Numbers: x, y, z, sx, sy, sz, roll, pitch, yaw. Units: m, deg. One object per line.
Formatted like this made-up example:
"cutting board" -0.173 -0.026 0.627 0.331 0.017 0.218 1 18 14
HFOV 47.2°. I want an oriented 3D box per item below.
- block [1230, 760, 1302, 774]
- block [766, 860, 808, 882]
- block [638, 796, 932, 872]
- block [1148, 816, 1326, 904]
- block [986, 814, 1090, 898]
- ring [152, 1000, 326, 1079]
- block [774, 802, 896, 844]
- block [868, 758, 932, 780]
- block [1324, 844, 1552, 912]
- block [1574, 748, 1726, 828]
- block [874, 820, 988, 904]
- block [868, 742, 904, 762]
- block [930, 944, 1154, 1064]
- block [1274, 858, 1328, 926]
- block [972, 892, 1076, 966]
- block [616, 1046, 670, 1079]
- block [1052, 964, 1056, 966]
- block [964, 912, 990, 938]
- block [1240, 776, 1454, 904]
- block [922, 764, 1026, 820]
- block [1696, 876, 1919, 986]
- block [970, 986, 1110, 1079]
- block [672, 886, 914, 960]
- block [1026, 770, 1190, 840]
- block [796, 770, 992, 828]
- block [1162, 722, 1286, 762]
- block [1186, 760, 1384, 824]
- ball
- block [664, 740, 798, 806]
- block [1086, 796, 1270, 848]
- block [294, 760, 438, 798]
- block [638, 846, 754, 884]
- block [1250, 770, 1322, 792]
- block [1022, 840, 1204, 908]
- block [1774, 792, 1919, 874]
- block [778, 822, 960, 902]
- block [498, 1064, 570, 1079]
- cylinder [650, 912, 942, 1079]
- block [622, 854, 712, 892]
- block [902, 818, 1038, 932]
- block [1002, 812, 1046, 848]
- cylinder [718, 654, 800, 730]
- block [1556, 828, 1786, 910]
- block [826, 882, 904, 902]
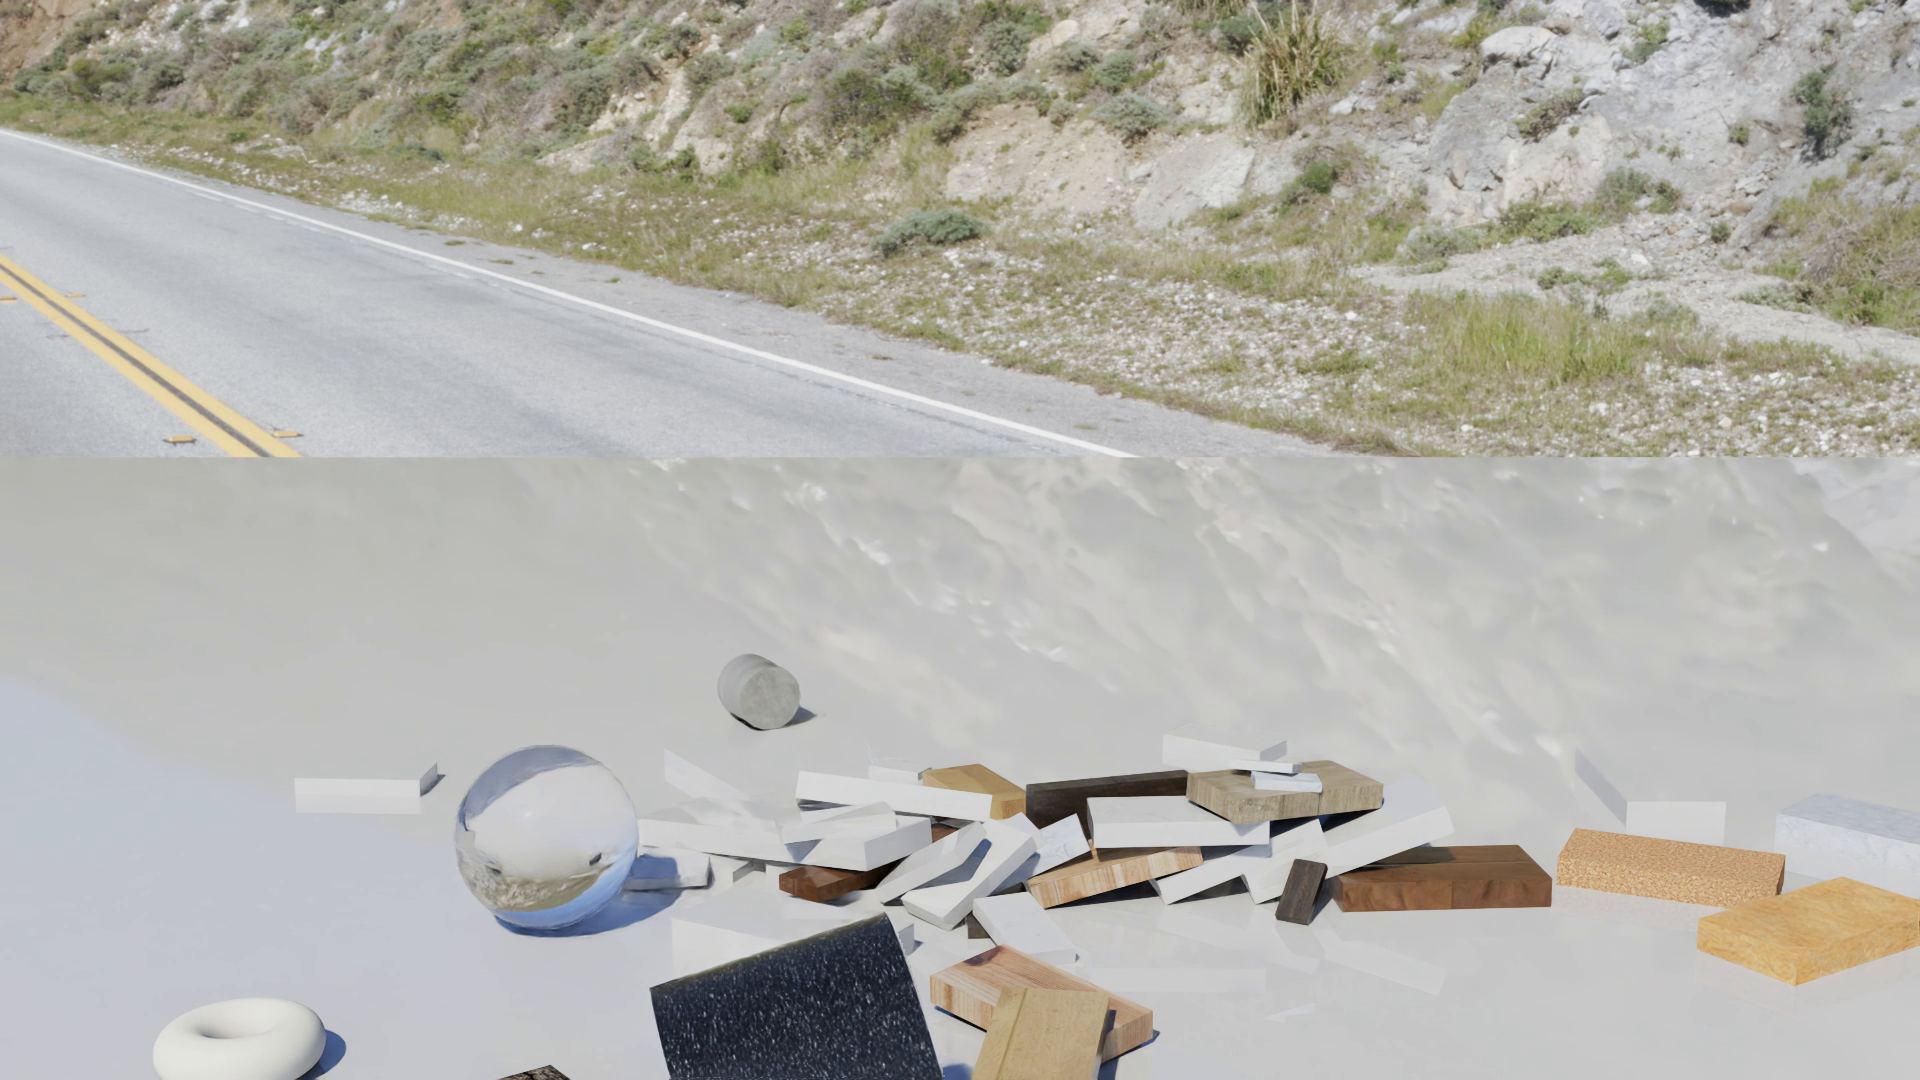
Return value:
"block" 0.510 0.377 3.669 0.109 0.015 0.054 2 -4 26
"block" -0.241 0.556 3.778 0.185 0.026 0.093 -1 11 -6
"block" -0.312 0.505 3.809 0.545 0.048 0.169 -1 7 39
"block" 0.454 0.518 3.688 0.286 0.041 0.143 -21 12 -4
"block" 0.110 0.530 3.669 0.211 0.030 0.105 -25 13 2
"ring" -0.972 0.683 2.970 0.224 0.075 0.224 -1 9 0
"block" -0.209 0.472 3.675 0.190 0.027 0.095 -6 6 -11
"block" -0.119 0.455 4.354 0.113 0.016 0.056 6 12 28
"block" 0.789 0.564 3.674 0.347 0.049 0.174 -1 11 -4
"block" 1.308 0.469 4.184 0.179 0.051 0.358 0 11 1
"block" -0.048 0.524 3.582 0.190 0.027 0.095 -32 7 37
"block" -0.150 0.435 4.462 0.056 0.016 0.112 -2 11 -11
"block" 0.112 0.660 3.111 0.149 0.042 0.297 -15 20 -41
"block" 0.553 0.569 3.557 0.054 0.015 0.109 6 53 29
"block" 0.099 0.608 3.427 0.095 0.027 0.190 -4 19 -21
"block" -0.405 0.719 2.902 0.093 0.026 0.185 0 11 3
"block" 0.094 0.657 3.256 0.064 0.018 0.129 3 11 16
"block" 0.041 0.607 3.526 0.064 0.018 0.129 -1 11 -3
"block" 0.636 0.501 3.693 0.347 0.049 0.174 -20 11 1
"block" 0.034 0.479 4.174 0.121 0.034 0.242 -5 12 -25
"block" 1.344 0.607 3.437 0.358 0.051 0.179 -7 12 -32
"block" 0.109 0.669 2.883 0.148 0.042 0.297 2 12 9
"block" -0.260 0.613 3.414 0.338 0.048 0.169 6 12 29
"block" 0.260 0.488 3.815 0.295 0.148 0.042 -3 11 -17
"block" -0.117 0.468 3.895 0.338 0.048 0.169 7 -16 0
"block" 0.541 0.419 4.504 0.226 0.032 0.113 8 13 36
"block" 0.543 0.419 3.676 0.295 0.042 0.148 -2 12 -29
"ball" -0.658 0.473 3.502 0.290 0.290 0.290 0 11 0
"block" -0.442 0.458 4.287 0.121 0.034 0.384 -6 12 -31
"block" 0.359 0.466 3.649 0.286 0.041 0.143 -1 11 -1
"block" -1.149 0.462 4.262 0.242 0.034 0.121 0 11 3
"block" -0.455 0.558 3.786 0.188 0.020 0.071 5 11 24
"block" 0.538 0.398 3.630 0.109 0.015 0.054 4 11 -1
"block" 0.248 0.537 3.666 0.286 0.041 0.143 -15 12 -5
"block" 1.651 0.526 3.877 0.179 0.051 0.358 -10 15 -44
"block" -0.134 0.542 3.713 0.093 0.026 0.378 10 15 42
"block" -0.600 0.733 2.812 0.226 0.032 0.113 -8 13 -36
"cylinder" -0.182 0.617 2.569 0.287 0.287 0.287 -17 13 -8
"block" -0.495 0.561 3.709 0.141 0.020 0.071 -4 20 1
"block" 0.016 0.542 3.574 0.211 0.030 0.105 -39 33 -27
"block" 0.031 0.531 3.670 0.211 0.030 0.105 -27 15 -9
"cylinder" -0.432 0.325 4.722 0.137 0.137 0.137 -5 12 -26
"block" 1.201 0.557 3.713 0.347 0.049 0.174 5 12 24
"block" -0.160 0.581 3.665 0.129 0.018 0.064 -1 11 -6
